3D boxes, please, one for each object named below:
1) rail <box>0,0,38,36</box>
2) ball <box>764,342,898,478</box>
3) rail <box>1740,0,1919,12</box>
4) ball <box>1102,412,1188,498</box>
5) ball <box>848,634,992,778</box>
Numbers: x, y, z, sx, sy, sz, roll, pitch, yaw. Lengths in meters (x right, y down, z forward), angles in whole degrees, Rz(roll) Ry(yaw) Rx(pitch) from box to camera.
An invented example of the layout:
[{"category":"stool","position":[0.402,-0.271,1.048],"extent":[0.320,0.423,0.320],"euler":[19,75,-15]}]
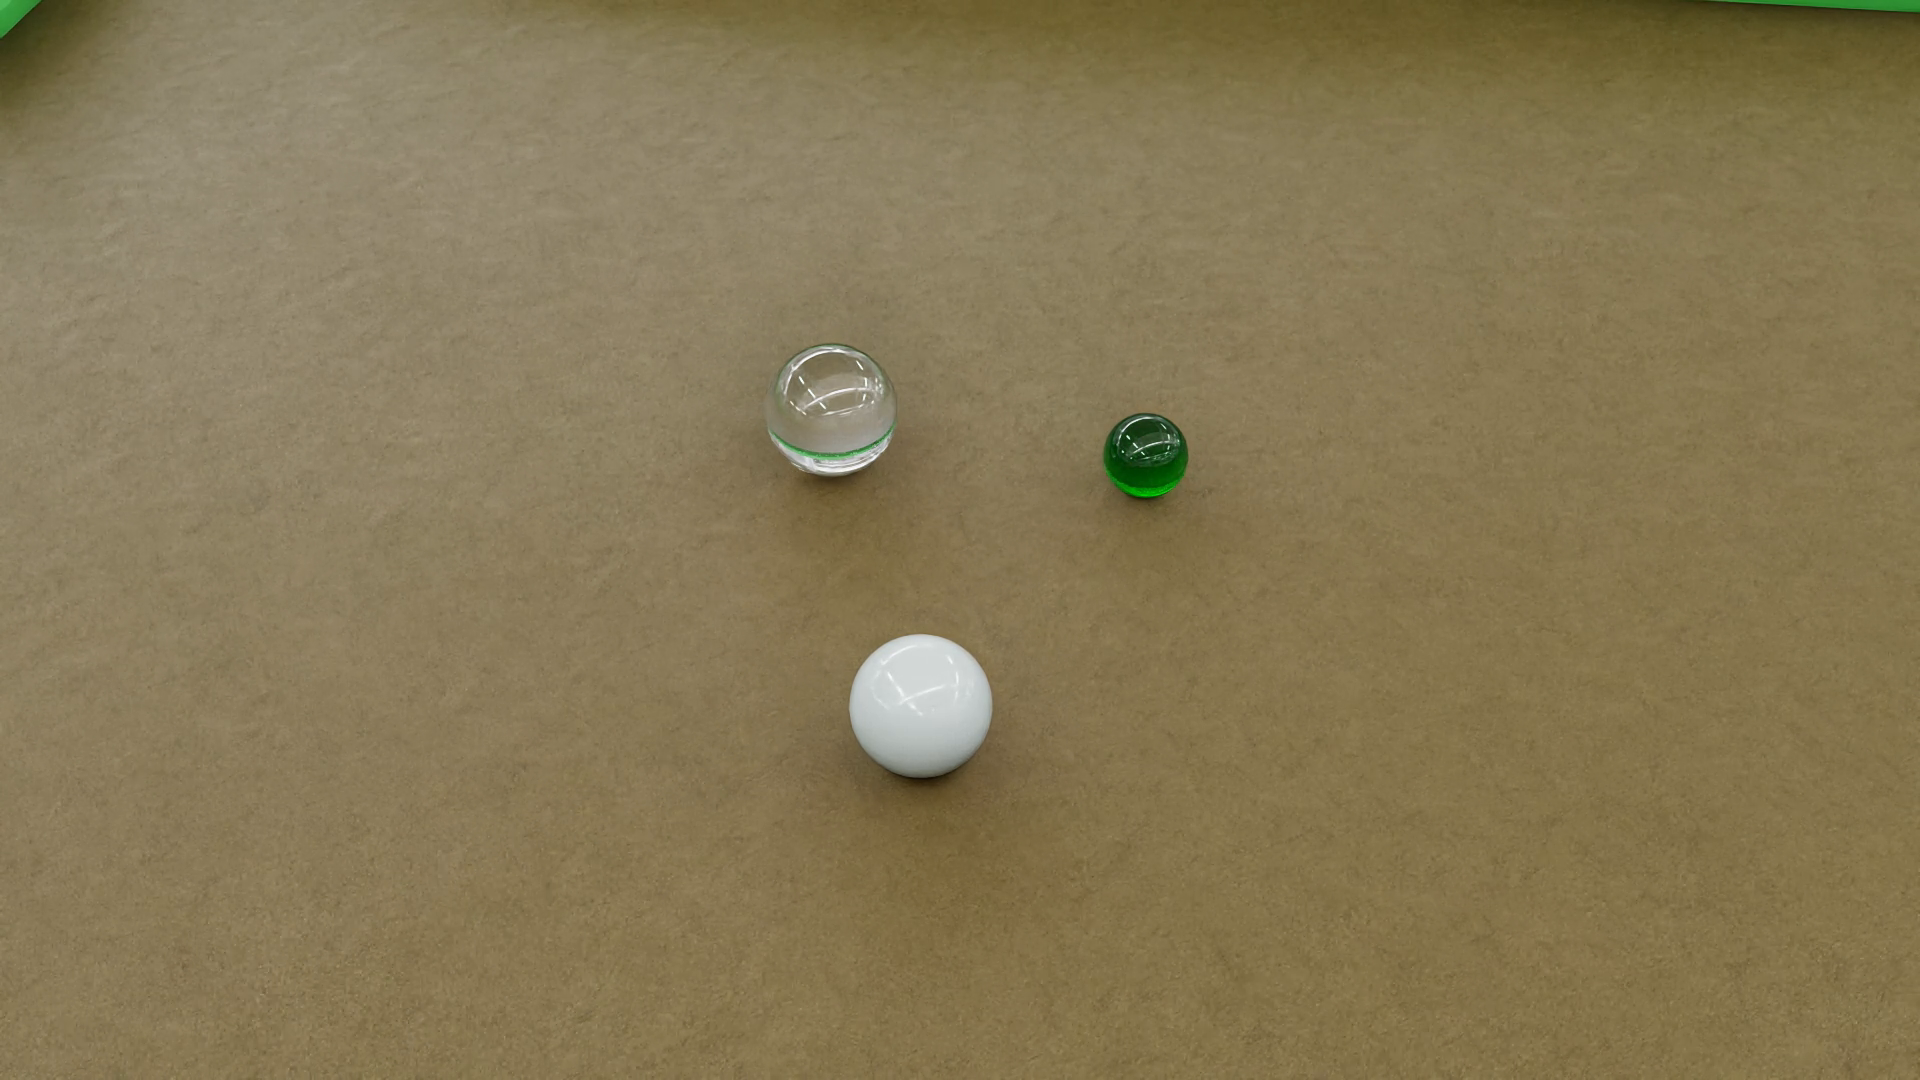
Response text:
[{"category":"rail","position":[-1.000,-0.104,1.815],"extent":[0.045,0.124,2.126],"euler":[5,36,7]},{"category":"ball","position":[-0.091,-0.093,1.825],"extent":[0.096,0.096,0.096],"euler":[0,35,0]},{"category":"rail","position":[1.170,-0.533,2.418],"extent":[4.135,0.124,0.045],"euler":[5,36,7]},{"category":"ball","position":[0.131,-0.060,1.809],"extent":[0.060,0.060,0.060],"euler":[0,35,0]},{"category":"ball","position":[-0.024,0.101,1.561],"extent":[0.088,0.088,0.088],"euler":[0,35,0]}]
